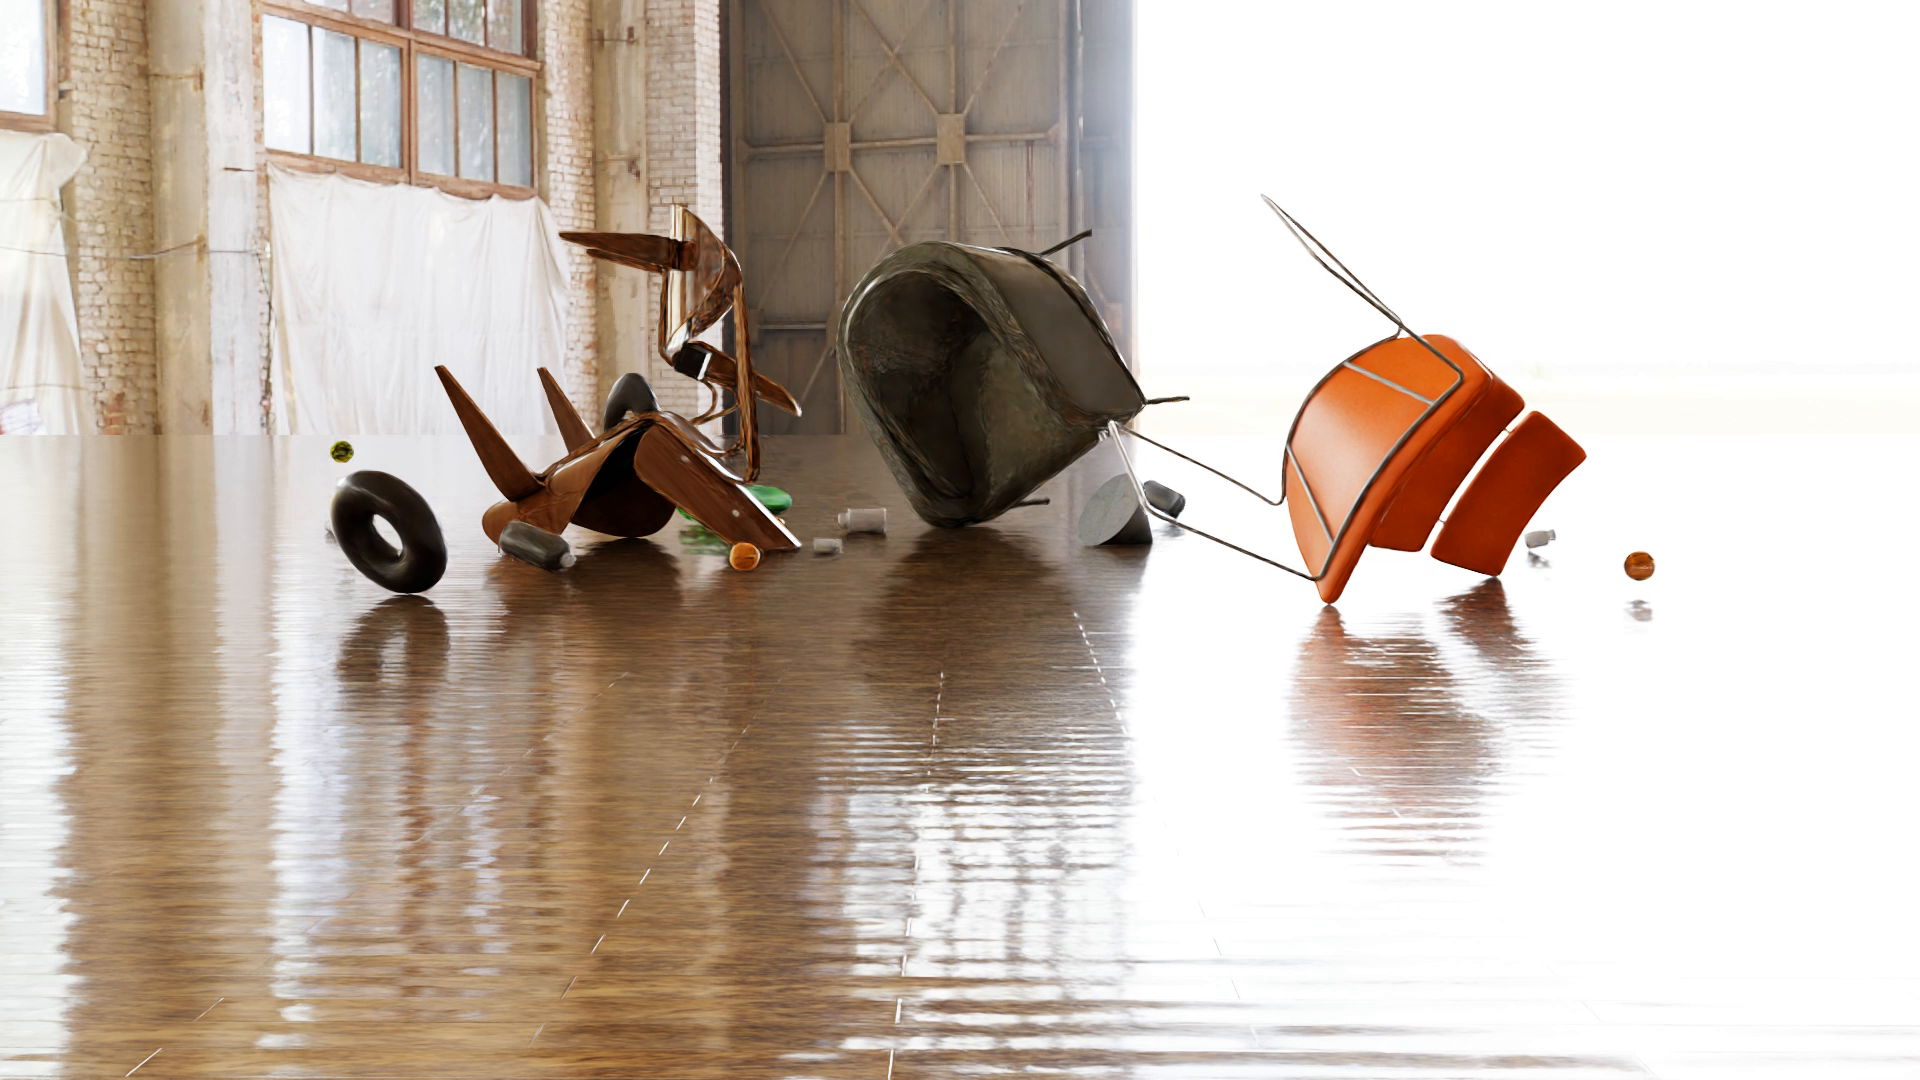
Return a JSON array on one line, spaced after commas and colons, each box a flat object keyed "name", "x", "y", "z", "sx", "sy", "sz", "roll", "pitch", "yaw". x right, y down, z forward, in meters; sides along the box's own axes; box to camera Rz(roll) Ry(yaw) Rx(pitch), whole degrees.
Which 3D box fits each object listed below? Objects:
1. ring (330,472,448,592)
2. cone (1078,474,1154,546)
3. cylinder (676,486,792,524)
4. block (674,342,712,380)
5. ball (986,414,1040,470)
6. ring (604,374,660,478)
[{"name": "ring", "x": -1.245, "y": -0.017, "z": 4.789, "sx": 0.268, "sy": 0.306, "sz": 0.091, "roll": -46, "pitch": -1, "yaw": 38}, {"name": "cone", "x": 0.498, "y": -0.040, "z": 6.371, "sx": 0.188, "sy": 0.246, "sz": 0.266, "roll": 35, "pitch": -20, "yaw": -26}, {"name": "cylinder", "x": -0.765, "y": -0.121, "z": 7.460, "sx": 0.285, "sy": 0.115, "sz": 0.281, "roll": -2, "pitch": 3, "yaw": 25}, {"name": "block", "x": -0.872, "y": -0.583, "z": 7.169, "sx": 0.087, "sy": 0.094, "sz": 0.061, "roll": 23, "pitch": 11, "yaw": 4}, {"name": "ball", "x": 0.203, "y": -0.372, "z": 8.383, "sx": 0.209, "sy": 0.209, "sz": 0.209, "roll": 0, "pitch": 4, "yaw": 0}, {"name": "ring", "x": -0.970, "y": -0.336, "z": 6.514, "sx": 0.171, "sy": 0.374, "sz": 0.087, "roll": 15, "pitch": 38, "yaw": 10}]
